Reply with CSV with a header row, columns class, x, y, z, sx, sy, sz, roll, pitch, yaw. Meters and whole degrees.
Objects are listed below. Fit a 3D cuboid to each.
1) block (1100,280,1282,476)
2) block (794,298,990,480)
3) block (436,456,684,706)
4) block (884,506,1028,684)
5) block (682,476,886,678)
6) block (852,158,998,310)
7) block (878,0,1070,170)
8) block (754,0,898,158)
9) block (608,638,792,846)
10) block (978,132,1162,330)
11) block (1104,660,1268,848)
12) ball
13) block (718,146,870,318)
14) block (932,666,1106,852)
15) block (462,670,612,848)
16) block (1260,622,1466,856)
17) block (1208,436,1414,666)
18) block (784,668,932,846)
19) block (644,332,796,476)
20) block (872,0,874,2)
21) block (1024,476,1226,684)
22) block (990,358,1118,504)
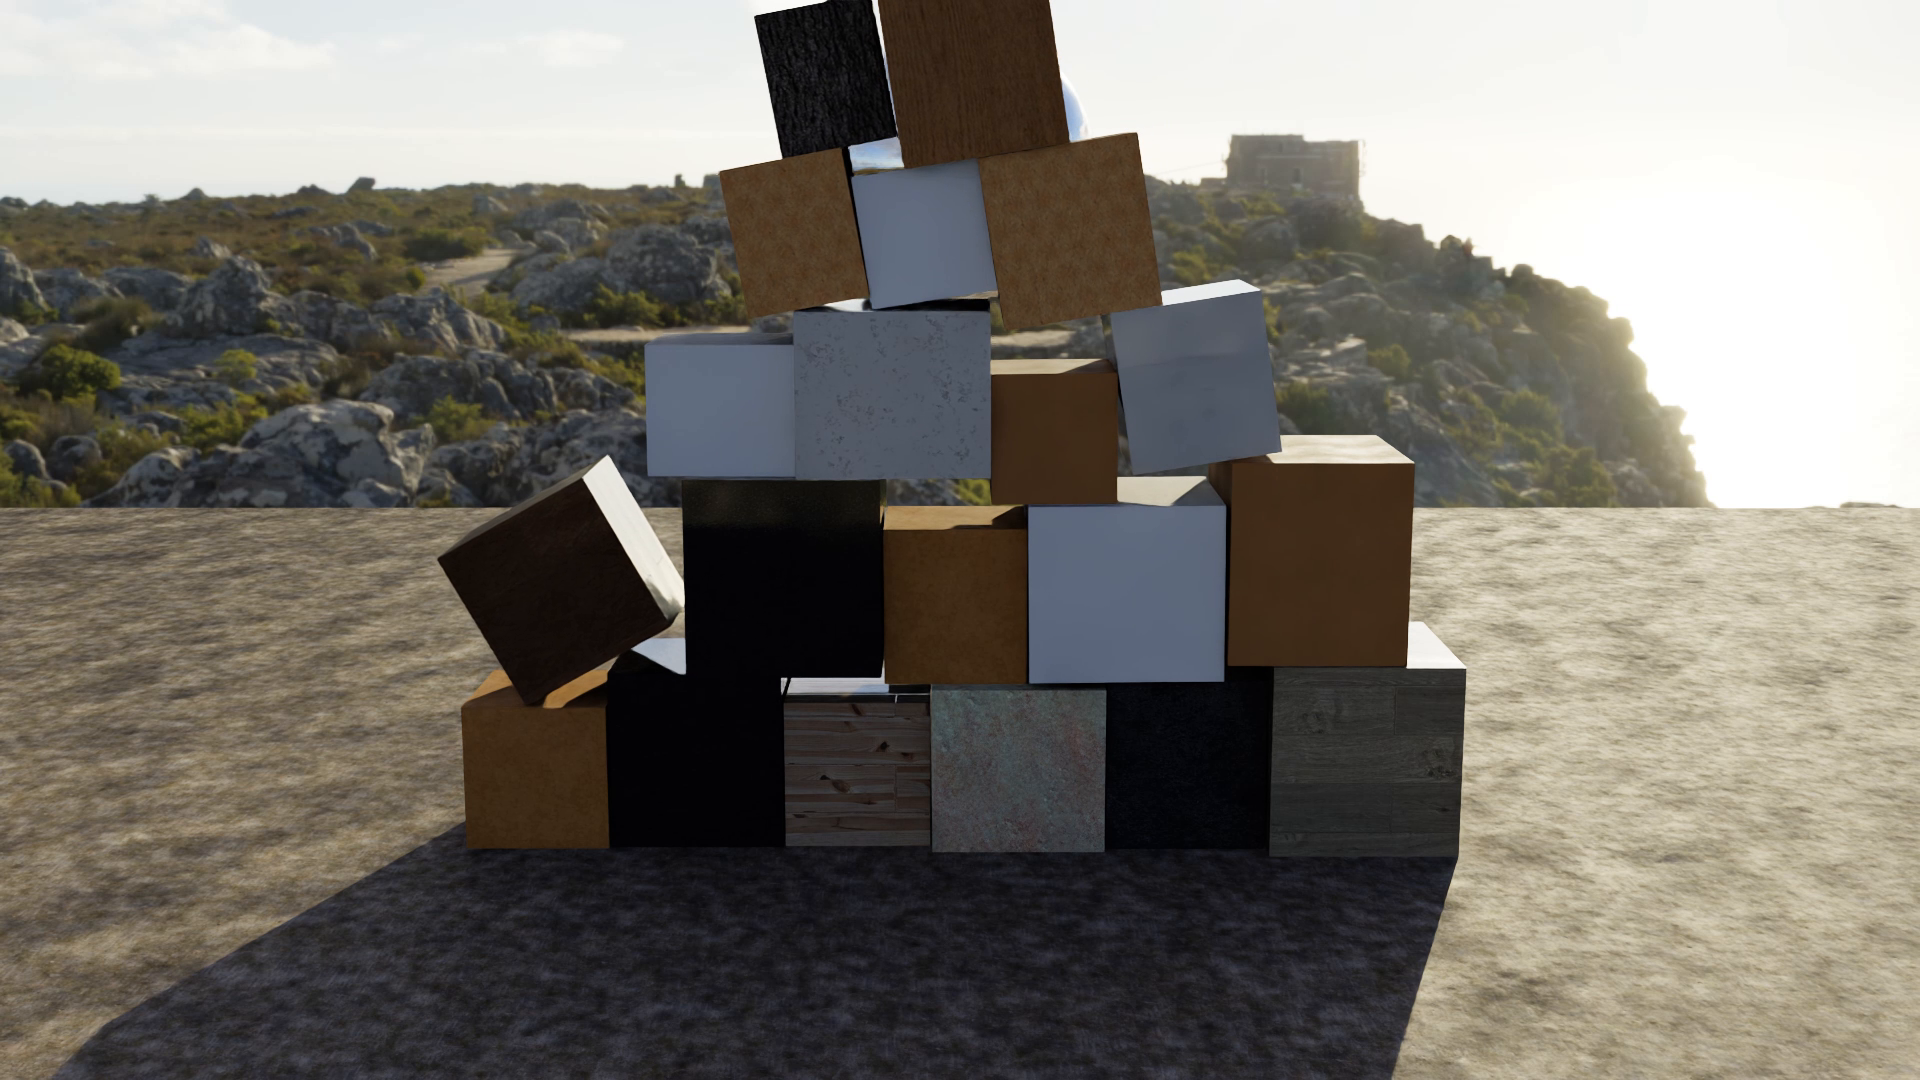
class,x,y,z,sx,sy,sz,roll,pitch,yaw
block,1.144,-0.832,11.044,0.733,0.794,0.832,-9,10,1
block,-0.325,-0.772,11.026,0.947,0.810,0.857,0,10,0
block,-2.002,0.190,11.234,0.834,0.854,0.794,-29,9,5
block,-0.023,0.270,11.247,0.709,0.782,0.705,0,10,0
block,-0.868,0.111,11.196,0.961,0.985,0.935,0,10,0
block,-0.171,-1.531,10.909,0.613,0.639,0.627,-9,10,2
block,0.068,-2.283,10.747,0.799,0.807,0.785,-9,10,2
block,-0.644,-2.259,10.758,0.547,0.678,0.654,-10,10,2
block,-1.319,1.034,11.375,0.863,0.896,0.786,0,10,0
block,0.531,-1.546,10.919,0.772,0.831,0.781,-9,10,2
block,1.129,1.048,11.374,0.794,0.868,0.841,0,10,0
ball,0.000,-2.200,12.889,1.600,1.600,1.600,0,10,0
block,-0.795,-1.533,10.900,0.598,0.720,0.669,-10,10,2
block,0.291,1.067,11.377,0.861,0.831,0.941,0,10,0
block,-2.119,1.120,11.370,0.715,0.728,0.795,0,10,0
block,2.006,1.005,11.349,0.941,0.962,1.050,0,10,0
block,1.756,0.033,11.195,0.880,1.006,1.013,0,10,0
block,-0.514,1.111,11.377,0.728,0.743,0.732,0,10,0
block,-1.167,-0.690,11.048,0.724,0.643,0.684,0,10,0
block,-0.344,-2.931,10.634,0.552,0.581,0.603,-5,11,1
block,0.818,0.185,11.233,0.962,0.879,0.947,-1,10,0
block,0.461,-0.555,11.072,0.618,0.642,0.698,-1,10,0
